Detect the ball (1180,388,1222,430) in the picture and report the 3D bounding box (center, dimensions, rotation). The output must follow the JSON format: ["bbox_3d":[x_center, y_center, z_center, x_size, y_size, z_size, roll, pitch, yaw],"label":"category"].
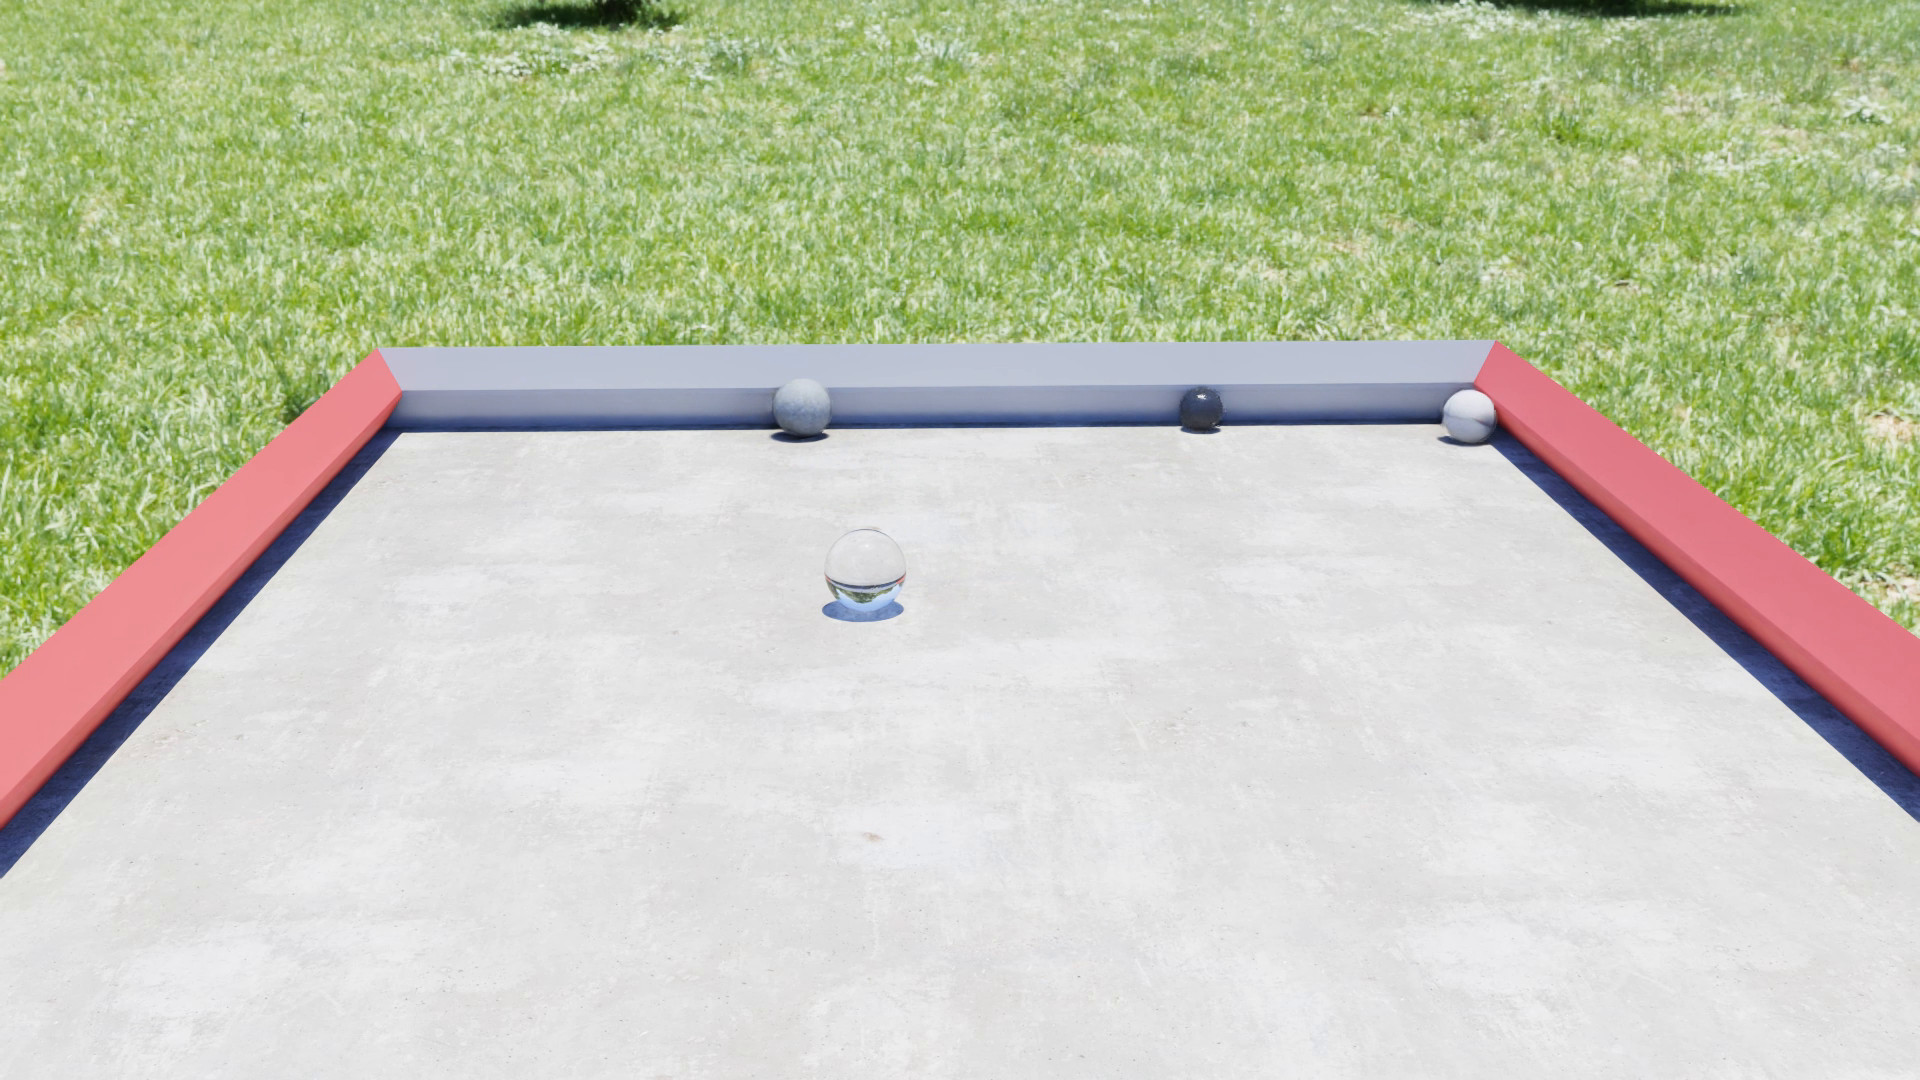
[{"bbox_3d":[0.378,-0.204,3.438,0.066,0.066,0.066,0,16,0],"label":"ball"}]

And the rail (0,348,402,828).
[{"bbox_3d":[-0.830,0.216,1.876,0.045,0.125,3.281,-1,16,-2],"label":"rail"}]

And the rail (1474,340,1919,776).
[{"bbox_3d":[0.888,0.199,1.935,0.045,0.125,3.281,-1,16,-2],"label":"rail"}]

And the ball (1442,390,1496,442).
[{"bbox_3d":[0.778,-0.190,3.362,0.080,0.080,0.080,0,16,0],"label":"ball"}]

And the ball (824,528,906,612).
[{"bbox_3d":[-0.110,0.035,2.556,0.097,0.097,0.097,0,16,0],"label":"ball"}]

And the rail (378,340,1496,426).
[{"bbox_3d":[-0.028,-0.242,3.457,1.766,0.125,0.045,-1,16,-2],"label":"rail"}]

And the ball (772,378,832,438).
[{"bbox_3d":[-0.244,-0.204,3.392,0.091,0.091,0.091,0,16,0],"label":"ball"}]
